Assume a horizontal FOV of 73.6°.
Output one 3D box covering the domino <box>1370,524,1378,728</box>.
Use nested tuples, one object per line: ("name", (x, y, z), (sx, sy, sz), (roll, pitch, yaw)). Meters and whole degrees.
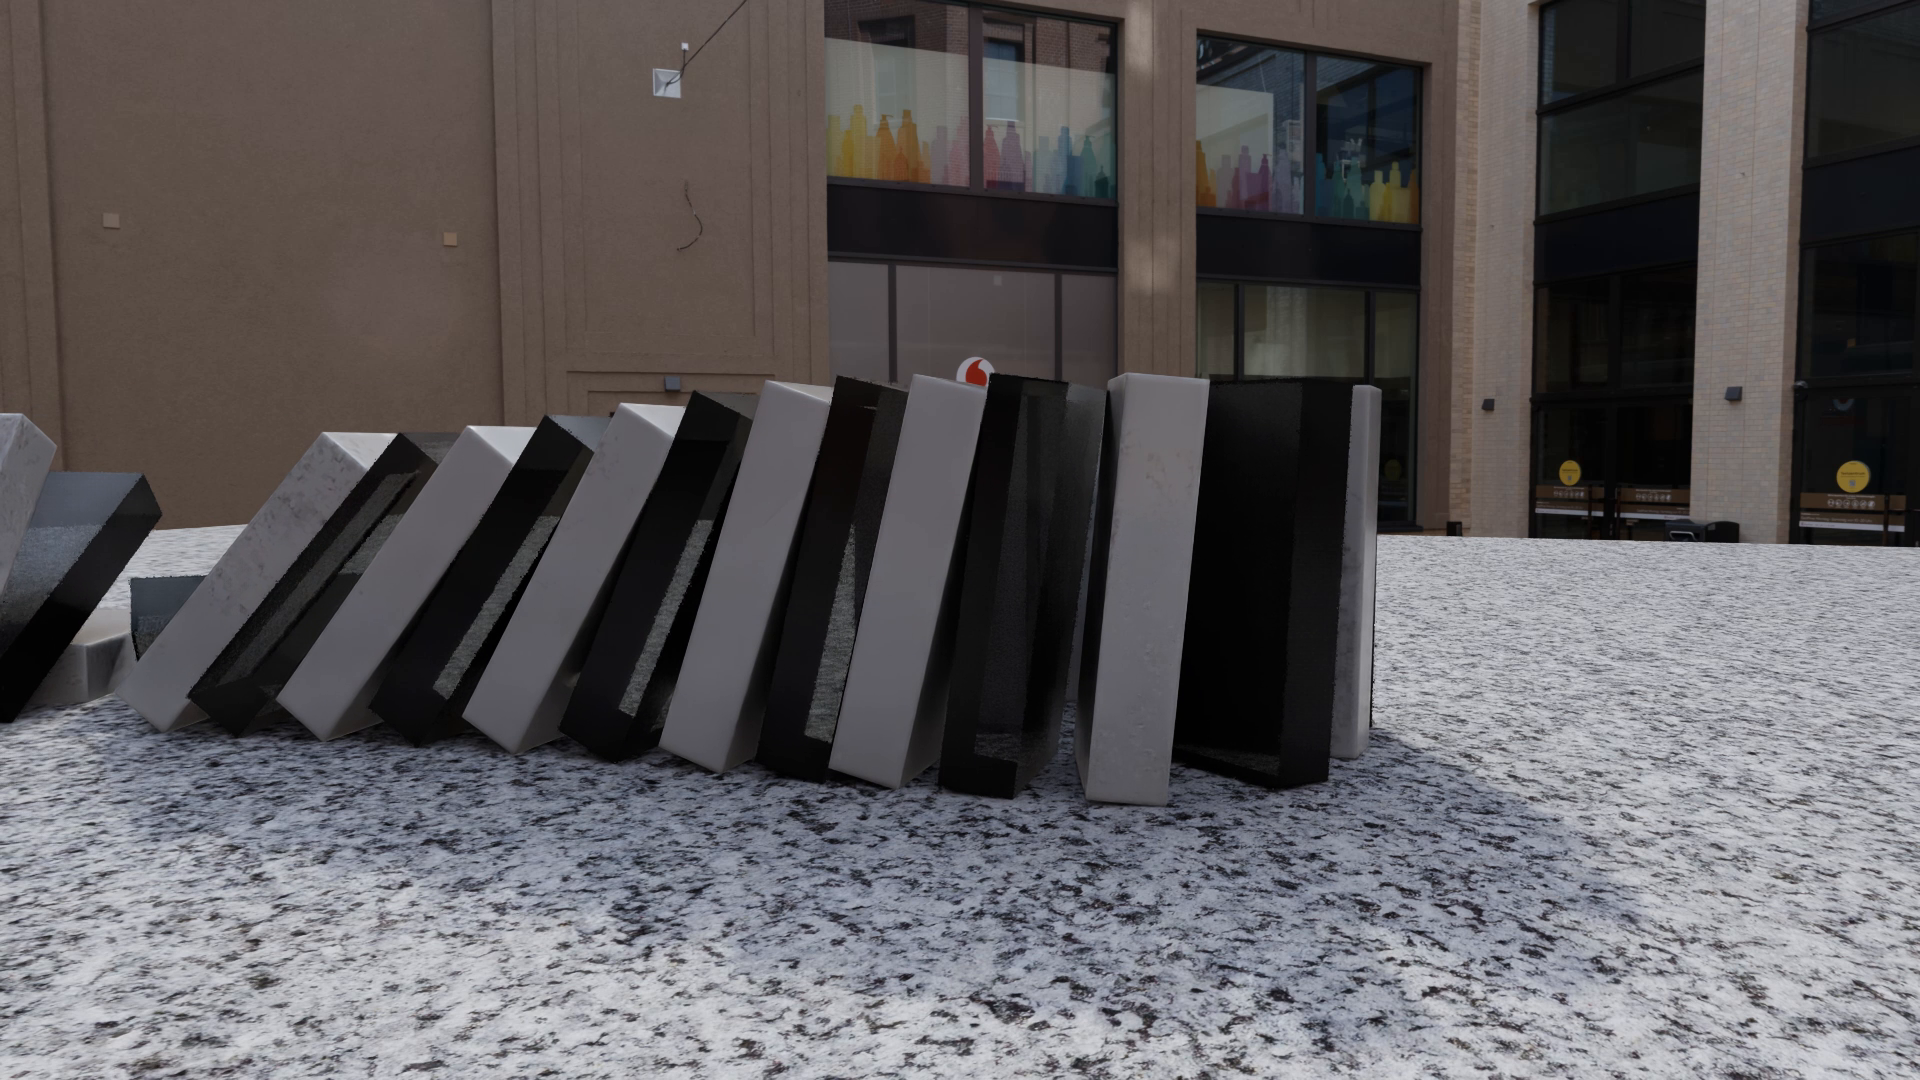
("domino", (0.049, 0.003, 0.196), (0.025, 0.050, 0.009), (0, 3, 0))

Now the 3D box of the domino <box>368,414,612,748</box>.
("domino", (-0.063, 0.005, 0.188), (0.009, 0.050, 0.025), (36, 11, 8))

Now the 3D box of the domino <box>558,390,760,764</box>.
("domino", (-0.036, 0.004, 0.179), (0.009, 0.050, 0.025), (27, 11, 13))

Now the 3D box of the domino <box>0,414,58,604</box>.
("domino", (-0.159, 0.005, 0.192), (0.025, 0.050, 0.010), (0, -28, -3))

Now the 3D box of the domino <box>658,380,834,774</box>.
("domino", (-0.024, 0.004, 0.174), (0.009, 0.050, 0.025), (20, 10, 15))

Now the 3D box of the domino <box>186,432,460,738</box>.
("domino", (-0.092, 0.006, 0.196), (0.009, 0.050, 0.025), (40, 4, -2))

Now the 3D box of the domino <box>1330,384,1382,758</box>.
("domino", (0.045, 0.004, 0.181), (0.025, 0.050, 0.009), (3, 3, 27))

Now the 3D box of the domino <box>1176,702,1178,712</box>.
("domino", (0.044, 0.002, 0.210), (0.025, 0.050, 0.009), (-3, 5, -33))

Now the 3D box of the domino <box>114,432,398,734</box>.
("domino", (-0.104, 0.006, 0.199), (0.009, 0.050, 0.025), (40, 4, -2))

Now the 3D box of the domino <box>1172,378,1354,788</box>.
("domino", (0.037, 0.005, 0.168), (0.009, 0.050, 0.025), (1, 4, -36))

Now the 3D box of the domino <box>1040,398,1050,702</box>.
("domino", (0.002, 0.001, 0.216), (0.025, 0.050, 0.009), (4, 6, 42))

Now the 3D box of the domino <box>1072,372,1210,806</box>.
("domino", (0.022, 0.005, 0.161), (0.009, 0.050, 0.025), (5, 5, 1))

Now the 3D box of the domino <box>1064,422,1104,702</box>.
("domino", (0.017, 0.001, 0.223), (0.009, 0.050, 0.025), (-1, 4, -12))

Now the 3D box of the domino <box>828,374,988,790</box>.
("domino", (-0.003, 0.005, 0.167), (0.009, 0.050, 0.025), (15, 8, 15))

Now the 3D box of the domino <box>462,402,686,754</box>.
("domino", (-0.049, 0.005, 0.183), (0.009, 0.050, 0.025), (33, 12, 11))

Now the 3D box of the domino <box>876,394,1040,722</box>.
("domino", (0.000, 0.003, 0.200), (0.025, 0.050, 0.009), (0, 4, 4))

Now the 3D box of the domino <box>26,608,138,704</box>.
("domino", (-0.160, 0.020, 0.233), (0.025, 0.009, 0.050), (-1, 4, -10))

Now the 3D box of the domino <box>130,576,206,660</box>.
("domino", (-0.117, 0.015, 0.228), (0.050, 0.010, 0.025), (-2, -25, -29))

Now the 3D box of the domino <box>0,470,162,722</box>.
("domino", (-0.157, 0.008, 0.211), (0.025, 0.009, 0.050), (1, 41, -2))

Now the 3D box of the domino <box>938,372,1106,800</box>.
("domino", (0.008, 0.005, 0.164), (0.009, 0.050, 0.025), (9, 7, 16))

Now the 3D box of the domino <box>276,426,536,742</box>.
("domino", (-0.077, 0.006, 0.192), (0.010, 0.050, 0.025), (39, 10, 5))

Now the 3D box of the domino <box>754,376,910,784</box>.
("domino", (-0.013, 0.004, 0.170), (0.009, 0.050, 0.025), (15, 8, 15))
